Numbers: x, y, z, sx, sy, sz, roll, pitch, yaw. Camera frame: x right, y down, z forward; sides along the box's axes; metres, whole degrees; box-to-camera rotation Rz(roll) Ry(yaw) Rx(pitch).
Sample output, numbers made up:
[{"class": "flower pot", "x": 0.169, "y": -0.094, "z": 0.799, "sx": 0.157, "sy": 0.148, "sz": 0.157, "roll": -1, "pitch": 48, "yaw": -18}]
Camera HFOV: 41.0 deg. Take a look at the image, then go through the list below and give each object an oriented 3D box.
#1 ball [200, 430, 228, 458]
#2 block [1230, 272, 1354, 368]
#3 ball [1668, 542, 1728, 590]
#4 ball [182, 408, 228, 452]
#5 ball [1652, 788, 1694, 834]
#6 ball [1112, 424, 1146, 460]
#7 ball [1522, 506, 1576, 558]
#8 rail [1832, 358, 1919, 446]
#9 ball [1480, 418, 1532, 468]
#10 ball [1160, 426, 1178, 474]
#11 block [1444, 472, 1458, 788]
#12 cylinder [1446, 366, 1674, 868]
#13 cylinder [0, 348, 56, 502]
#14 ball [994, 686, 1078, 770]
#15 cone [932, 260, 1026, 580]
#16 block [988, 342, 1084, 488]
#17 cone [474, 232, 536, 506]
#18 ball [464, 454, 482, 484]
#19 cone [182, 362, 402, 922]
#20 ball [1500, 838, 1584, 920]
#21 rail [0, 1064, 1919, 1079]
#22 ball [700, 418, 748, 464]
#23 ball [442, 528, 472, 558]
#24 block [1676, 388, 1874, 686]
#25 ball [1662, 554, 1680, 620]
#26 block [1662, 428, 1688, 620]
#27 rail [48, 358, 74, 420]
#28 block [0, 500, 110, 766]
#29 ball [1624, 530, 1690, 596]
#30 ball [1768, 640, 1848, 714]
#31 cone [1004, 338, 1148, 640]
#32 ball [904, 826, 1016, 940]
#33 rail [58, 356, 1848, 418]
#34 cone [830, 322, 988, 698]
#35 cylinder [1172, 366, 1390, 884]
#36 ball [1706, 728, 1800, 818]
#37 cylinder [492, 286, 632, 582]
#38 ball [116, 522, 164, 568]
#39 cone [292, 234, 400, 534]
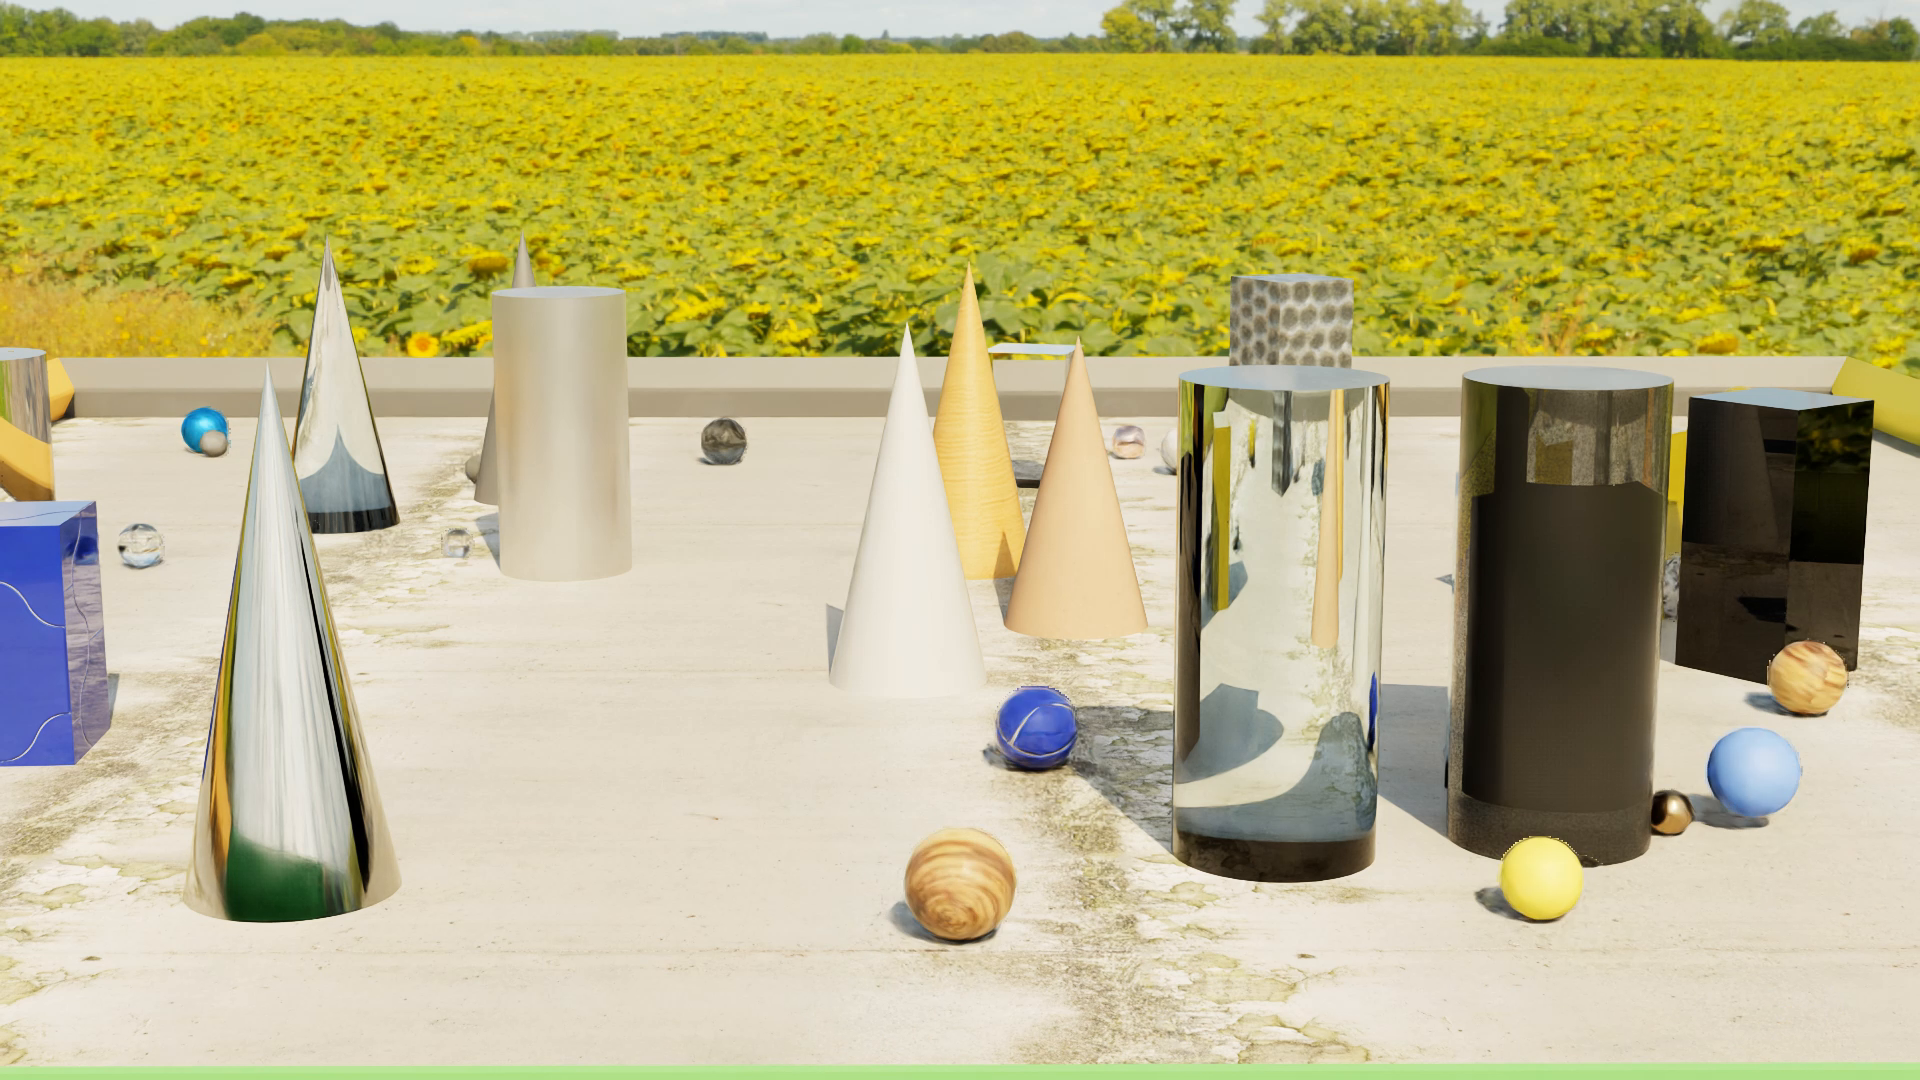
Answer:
[{"class": "ball", "x": -1.391, "y": -0.179, "z": 4.782, "sx": 0.052, "sy": 0.052, "sz": 0.052, "roll": 0, "pitch": 11, "yaw": 0}, {"class": "block", "x": 0.575, "y": -0.278, "z": 4.476, "sx": 0.152, "sy": 0.359, "sz": 0.152, "roll": -6, "pitch": 12, "yaw": -27}, {"class": "ball", "x": 0.991, "y": 0.044, "z": 3.454, "sx": 0.083, "sy": 0.083, "sz": 0.083, "roll": 0, "pitch": 11, "yaw": 0}, {"class": "ball", "x": -1.424, "y": -0.206, "z": 4.837, "sx": 0.085, "sy": 0.085, "sz": 0.085, "roll": 0, "pitch": 11, "yaw": 0}, {"class": "ball", "x": 0.677, "y": 0.260, "z": 2.450, "sx": 0.044, "sy": 0.044, "sz": 0.044, "roll": 0, "pitch": 11, "yaw": 0}, {"class": "ball", "x": 0.314, "y": -0.183, "z": 4.766, "sx": 0.064, "sy": 0.064, "sz": 0.064, "roll": 0, "pitch": 11, "yaw": 0}, {"class": "ball", "x": 0.875, "y": -0.012, "z": 3.814, "sx": 0.078, "sy": 0.078, "sz": 0.078, "roll": 0, "pitch": 11, "yaw": 0}, {"class": "rail", "x": 1.832, "y": 0.030, "z": 3.460, "sx": 0.045, "sy": 0.123, "sz": 3.821, "roll": 0, "pitch": 11, "yaw": 0}, {"class": "ball", "x": 0.991, "y": -0.175, "z": 4.652, "sx": 0.091, "sy": 0.091, "sz": 0.091, "roll": 0, "pitch": 11, "yaw": 0}, {"class": "ball", "x": 0.403, "y": -0.161, "z": 4.580, "sx": 0.090, "sy": 0.090, "sz": 0.090, "roll": 0, "pitch": 11, "yaw": 0}, {"class": "block", "x": 0.582, "y": 0.093, "z": 2.640, "sx": 0.152, "sy": 0.301, "sz": 0.152, "roll": 2, "pitch": 11, "yaw": 11}, {"class": "cylinder", "x": 0.559, "y": 0.066, "z": 2.403, "sx": 0.190, "sy": 0.440, "sz": 0.190, "roll": 0, "pitch": 11, "yaw": 0}, {"class": "cylinder", "x": -1.355, "y": -0.092, "z": 3.553, "sx": 0.190, "sy": 0.330, "sz": 0.190, "roll": 0, "pitch": 11, "yaw": 0}, {"class": "ball", "x": 0.079, "y": 0.196, "z": 2.672, "sx": 0.087, "sy": 0.087, "sz": 0.087, "roll": 0, "pitch": 11, "yaw": 0}, {"class": "cone", "x": 0.013, "y": -0.180, "z": 3.709, "sx": 0.190, "sy": 0.447, "sz": 0.190, "roll": 0, "pitch": 11, "yaw": 0}, {"class": "block", "x": 0.126, "y": -0.219, "z": 4.498, "sx": 0.152, "sy": 0.234, "sz": 0.152, "roll": 3, "pitch": 11, "yaw": 15}, {"class": "cone", "x": -0.729, "y": -0.296, "z": 4.310, "sx": 0.190, "sy": 0.455, "sz": 0.190, "roll": 0, "pitch": 11, "yaw": 0}, {"class": "ball", "x": -0.825, "y": -0.122, "z": 4.405, "sx": 0.051, "sy": 0.051, "sz": 0.051, "roll": 0, "pitch": 11, "yaw": 0}, {"class": "cone", "x": -0.596, "y": 0.078, "z": 2.250, "sx": 0.190, "sy": 0.474, "sz": 0.190, "roll": 0, "pitch": 11, "yaw": 0}, {"class": "ball", "x": 0.500, "y": 0.291, "z": 2.207, "sx": 0.070, "sy": 0.070, "sz": 0.070, "roll": 0, "pitch": 11, "yaw": 0}, {"class": "rail", "x": 0.011, "y": 0.377, "z": 1.594, "sx": 3.710, "sy": 0.123, "sz": 0.045, "roll": 0, "pitch": 11, "yaw": 0}, {"class": "ball", "x": -0.433, "y": -0.181, "z": 4.701, "sx": 0.085, "sy": 0.085, "sz": 0.085, "roll": 0, "pitch": 11, "yaw": 0}, {"class": "ball", "x": -0.747, "y": 0.005, "z": 3.813, "sx": 0.044, "sy": 0.044, "sz": 0.044, "roll": 0, "pitch": 11, "yaw": 0}, {"class": "block", "x": 0.982, "y": -0.007, "z": 3.097, "sx": 0.152, "sy": 0.330, "sz": 0.152, "roll": -8, "pitch": 13, "yaw": -37}, {"class": "ball", "x": 0.945, "y": 0.061, "z": 3.335, "sx": 0.088, "sy": 0.088, "sz": 0.088, "roll": 0, "pitch": 11, "yaw": 0}, {"class": "block", "x": 0.856, "y": -0.022, "z": 3.401, "sx": 0.152, "sy": 0.249, "sz": 0.152, "roll": 9, "pitch": 14, "yaw": 41}, {"class": "rail", "x": -1.832, "y": 0.034, "z": 3.439, "sx": 0.045, "sy": 0.123, "sz": 3.821, "roll": 0, "pitch": 11, "yaw": 0}, {"class": "block", "x": -1.011, "y": 0.098, "z": 2.738, "sx": 0.152, "sy": 0.256, "sz": 0.152, "roll": -1, "pitch": 11, "yaw": -4}, {"class": "ball", "x": 0.964, "y": 0.032, "z": 3.542, "sx": 0.091, "sy": 0.091, "sz": 0.091, "roll": 0, "pitch": 11, "yaw": 0}, {"class": "ball", "x": 0.957, "y": 0.155, "z": 2.898, "sx": 0.084, "sy": 0.084, "sz": 0.084, "roll": 0, "pitch": 11, "yaw": 0}, {"class": "cone", "x": 0.152, "y": -0.077, "z": 3.336, "sx": 0.190, "sy": 0.381, "sz": 0.190, "roll": 0, "pitch": 11, "yaw": 0}, {"class": "ball", "x": 0.000, "y": 0.288, "z": 2.155, "sx": 0.095, "sy": 0.095, "sz": 0.095, "roll": 0, "pitch": 11, "yaw": 0}, {"class": "rail", "x": -0.011, "y": -0.314, "z": 5.304, "sx": 3.710, "sy": 0.123, "sz": 0.045, "roll": 0, "pitch": 11, "yaw": 0}, {"class": "cone", "x": -0.062, "y": -0.044, "z": 3.031, "sx": 0.190, "sy": 0.428, "sz": 0.190, "roll": 0, "pitch": 11, "yaw": 0}, {"class": "cylinder", "x": 0.293, "y": 0.072, "z": 2.359, "sx": 0.190, "sy": 0.446, "sz": 0.190, "roll": 0, "pitch": 11, "yaw": 0}, {"class": "ball", "x": 0.761, "y": 0.222, "z": 2.459, "sx": 0.086, "sy": 0.086, "sz": 0.086, "roll": 0, "pitch": 11, "yaw": 0}, {"class": "cylinder", "x": -0.573, "y": -0.156, "z": 3.699, "sx": 0.190, "sy": 0.403, "sz": 0.190, "roll": 0, "pitch": 11, "yaw": 0}, {"class": "ball", "x": -1.196, "y": 0.008, "z": 3.743, "sx": 0.065, "sy": 0.065, "sz": 0.065, "roll": 0, "pitch": 11, "yaw": 0}, {"class": "cone", "x": -0.992, "y": -0.254, "z": 4.064, "sx": 0.190, "sy": 0.462, "sz": 0.190, "roll": 0, "pitch": 11, "yaw": 0}]
